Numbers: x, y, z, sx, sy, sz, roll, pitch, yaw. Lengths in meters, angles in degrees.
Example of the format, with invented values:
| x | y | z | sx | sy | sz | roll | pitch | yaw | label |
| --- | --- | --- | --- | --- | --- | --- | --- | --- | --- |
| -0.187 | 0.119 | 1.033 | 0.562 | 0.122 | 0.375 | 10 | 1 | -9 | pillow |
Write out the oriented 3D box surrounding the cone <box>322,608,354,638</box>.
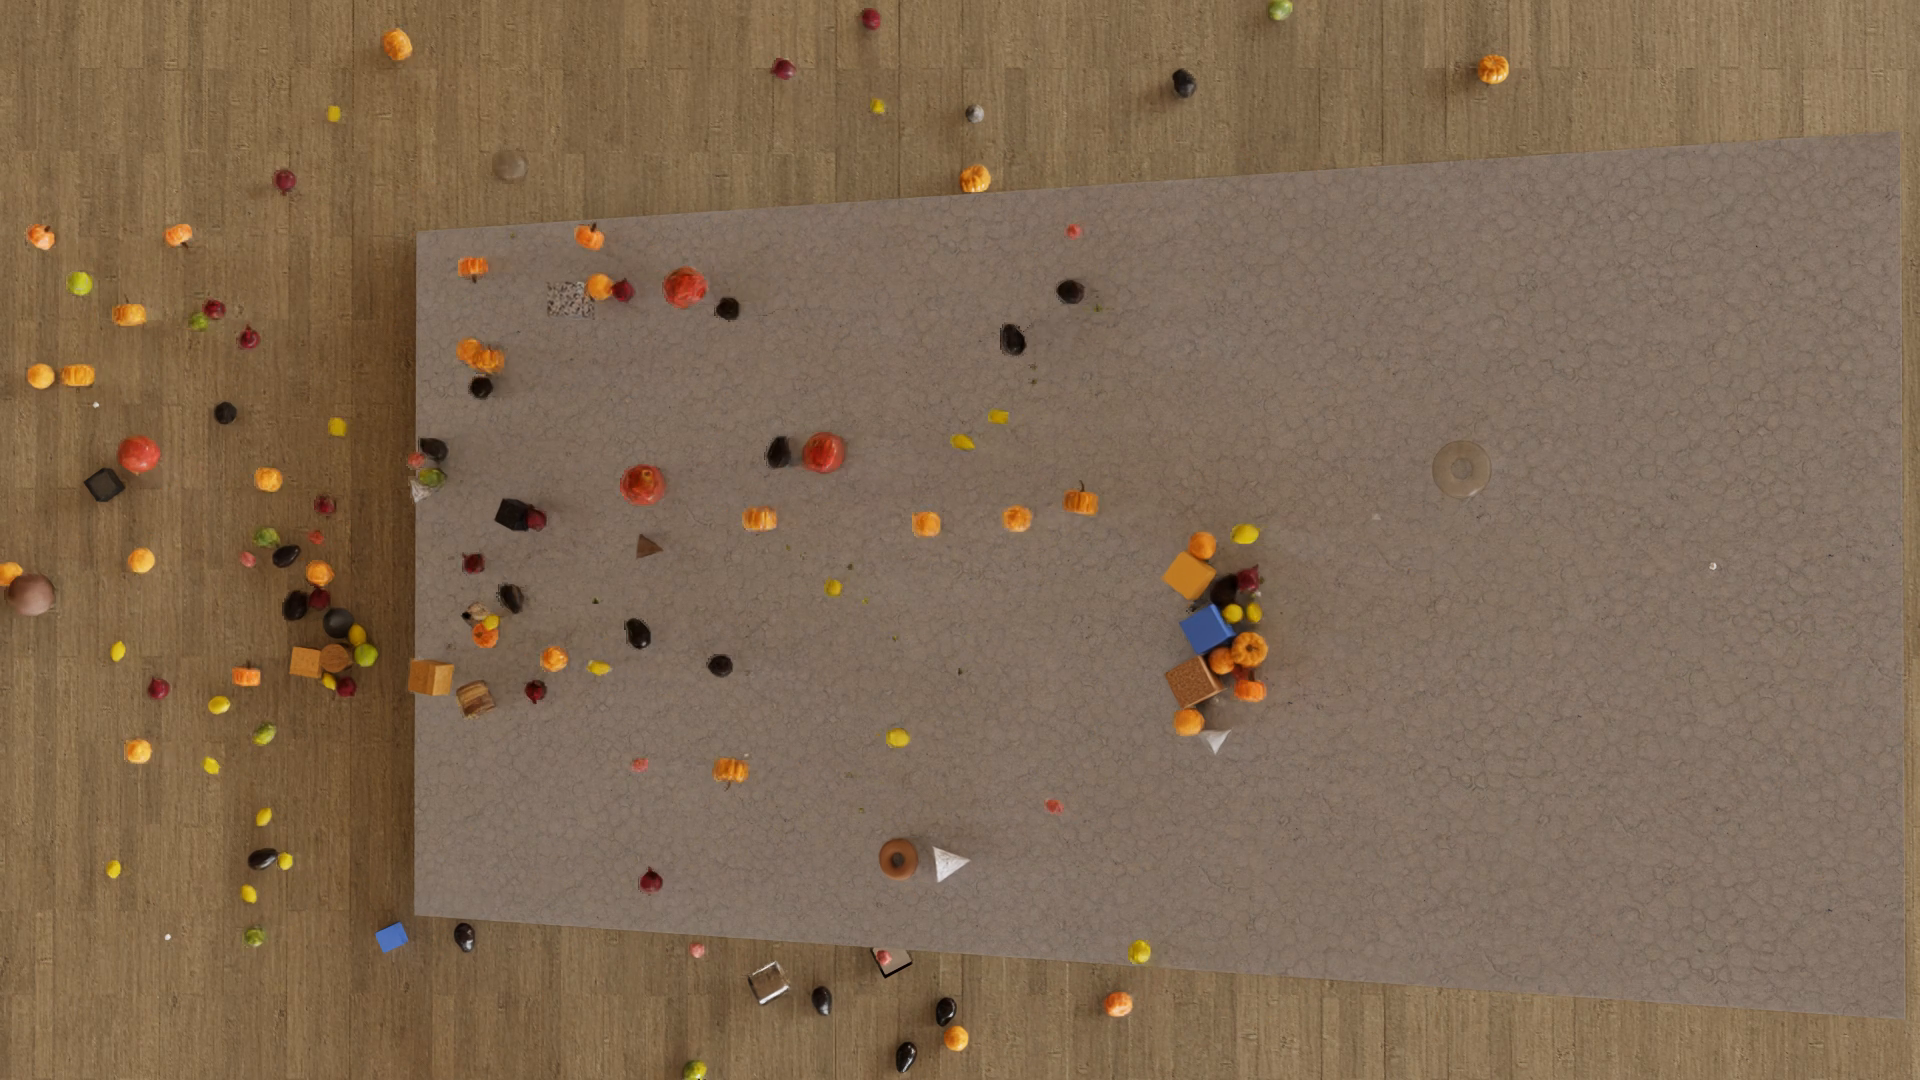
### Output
| x | y | z | sx | sy | sz | roll | pitch | yaw | label |
| --- | --- | --- | --- | --- | --- | --- | --- | --- | --- |
| -1.844 | 0.246 | 6.476 | 0.093 | 0.093 | 0.093 | 0 | 89 | 0 | cone |

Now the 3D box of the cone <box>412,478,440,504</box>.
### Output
| x | y | z | sx | sy | sz | roll | pitch | yaw | label |
| --- | --- | --- | --- | --- | --- | --- | --- | --- | --- |
| -1.549 | -0.149 | 6.398 | 0.078 | 0.078 | 0.078 | -10 | 89 | -5 | cone |

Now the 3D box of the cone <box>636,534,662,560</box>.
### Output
| x | y | z | sx | sy | sz | roll | pitch | yaw | label |
| --- | --- | --- | --- | --- | --- | --- | --- | --- | --- |
| -0.860 | 0.023 | 6.122 | 0.072 | 0.072 | 0.072 | 5 | 89 | -11 | cone |

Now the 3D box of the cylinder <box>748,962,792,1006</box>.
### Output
| x | y | z | sx | sy | sz | roll | pitch | yaw | label |
| --- | --- | --- | --- | --- | --- | --- | --- | --- | --- |
| -0.559 | 1.303 | 6.460 | 0.096 | 0.096 | 0.096 | -29 | 89 | 0 | cylinder |

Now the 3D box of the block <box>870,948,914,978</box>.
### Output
| x | y | z | sx | sy | sz | roll | pitch | yaw | label |
| --- | --- | --- | --- | --- | --- | --- | --- | --- | --- |
| -0.200 | 1.219 | 6.464 | 0.092 | 0.092 | 0.092 | -28 | 89 | 0 | block |

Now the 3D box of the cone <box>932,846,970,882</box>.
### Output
| x | y | z | sx | sy | sz | roll | pitch | yaw | label |
| --- | --- | --- | --- | --- | --- | --- | --- | --- | --- |
| -0.017 | 0.846 | 5.769 | 0.096 | 0.096 | 0.096 | -7 | 89 | -5 | cone |

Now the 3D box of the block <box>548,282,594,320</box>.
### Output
| x | y | z | sx | sy | sz | roll | pitch | yaw | label |
| --- | --- | --- | --- | --- | --- | --- | --- | --- | --- |
| -1.095 | -0.673 | 6.190 | 0.096 | 0.096 | 0.096 | 0 | 89 | 22 | block |

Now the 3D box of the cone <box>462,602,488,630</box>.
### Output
| x | y | z | sx | sy | sz | roll | pitch | yaw | label |
| --- | --- | --- | --- | --- | --- | --- | --- | --- | --- |
| -1.411 | 0.217 | 6.314 | 0.080 | 0.080 | 0.080 | 0 | 89 | 22 | cone |

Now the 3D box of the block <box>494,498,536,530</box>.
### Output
| x | y | z | sx | sy | sz | roll | pitch | yaw | label |
| --- | --- | --- | --- | --- | --- | --- | --- | --- | --- |
| -1.269 | -0.072 | 6.267 | 0.069 | 0.069 | 0.069 | 26 | 99 | 20 | block |

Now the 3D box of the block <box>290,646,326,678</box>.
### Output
| x | y | z | sx | sy | sz | roll | pitch | yaw | label |
| --- | --- | --- | --- | --- | --- | --- | --- | --- | --- |
| -1.918 | 0.358 | 6.481 | 0.080 | 0.080 | 0.080 | 9 | 89 | 0 | block |

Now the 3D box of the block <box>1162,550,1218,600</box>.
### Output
| x | y | z | sx | sy | sz | roll | pitch | yaw | label |
| --- | --- | --- | --- | --- | --- | --- | --- | --- | --- |
| 0.576 | 0.088 | 5.518 | 0.087 | 0.087 | 0.087 | 39 | 103 | 18 | block |

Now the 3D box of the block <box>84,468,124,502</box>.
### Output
| x | y | z | sx | sy | sz | roll | pitch | yaw | label |
| --- | --- | --- | --- | --- | --- | --- | --- | --- | --- |
| -2.525 | -0.162 | 6.492 | 0.071 | 0.071 | 0.071 | -36 | 89 | 0 | block |

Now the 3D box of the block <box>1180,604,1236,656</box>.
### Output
| x | y | z | sx | sy | sz | roll | pitch | yaw | label |
| --- | --- | --- | --- | --- | --- | --- | --- | --- | --- |
| 0.620 | 0.224 | 5.496 | 0.091 | 0.091 | 0.091 | -32 | 78 | 18 | block |

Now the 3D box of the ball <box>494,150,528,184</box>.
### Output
| x | y | z | sx | sy | sz | roll | pitch | yaw | label |
| --- | --- | --- | --- | --- | --- | --- | --- | --- | --- |
| -1.324 | -1.103 | 6.490 | 0.099 | 0.099 | 0.099 | 0 | 89 | 0 | ball |

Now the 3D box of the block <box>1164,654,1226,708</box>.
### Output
| x | y | z | sx | sy | sz | roll | pitch | yaw | label |
| --- | --- | --- | --- | --- | --- | --- | --- | --- | --- |
| 0.587 | 0.354 | 5.504 | 0.099 | 0.099 | 0.099 | -30 | 79 | 19 | block |

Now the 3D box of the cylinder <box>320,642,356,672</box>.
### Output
| x | y | z | sx | sy | sz | roll | pitch | yaw | label |
| --- | --- | --- | --- | --- | --- | --- | --- | --- | --- |
| -1.833 | 0.346 | 6.479 | 0.084 | 0.084 | 0.084 | 0 | 89 | 0 | cylinder |

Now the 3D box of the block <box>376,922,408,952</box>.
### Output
| x | y | z | sx | sy | sz | roll | pitch | yaw | label |
| --- | --- | --- | --- | --- | --- | --- | --- | --- | --- |
| -1.674 | 1.170 | 6.479 | 0.064 | 0.064 | 0.064 | -24 | 89 | 0 | block |

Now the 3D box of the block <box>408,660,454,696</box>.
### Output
| x | y | z | sx | sy | sz | roll | pitch | yaw | label |
| --- | --- | --- | --- | --- | --- | --- | --- | --- | --- |
| -1.529 | 0.397 | 6.355 | 0.087 | 0.087 | 0.087 | 9 | 93 | 22 | block |

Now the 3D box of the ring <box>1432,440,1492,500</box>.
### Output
| x | y | z | sx | sy | sz | roll | pitch | yaw | label |
| --- | --- | --- | --- | --- | --- | --- | --- | --- | --- |
| 1.207 | -0.170 | 5.291 | 0.143 | 0.048 | 0.143 | 0 | 90 | 21 | ring |

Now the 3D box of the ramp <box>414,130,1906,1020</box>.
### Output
| x | y | z | sx | sy | sz | roll | pitch | yaw | label |
| --- | --- | --- | --- | --- | --- | --- | --- | --- | --- |
| 0.283 | 0.087 | 5.736 | 4.000 | 0.100 | 2.000 | 0 | 89 | 22 | ramp |

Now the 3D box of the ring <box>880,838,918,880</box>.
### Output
| x | y | z | sx | sy | sz | roll | pitch | yaw | label |
| --- | --- | --- | --- | --- | --- | --- | --- | --- | --- |
| -0.163 | 0.846 | 5.831 | 0.111 | 0.037 | 0.111 | 0 | 90 | 21 | ring |

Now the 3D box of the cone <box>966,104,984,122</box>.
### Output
| x | y | z | sx | sy | sz | roll | pitch | yaw | label |
| --- | --- | --- | --- | --- | --- | --- | --- | --- | --- |
| 0.044 | -1.269 | 6.514 | 0.055 | 0.055 | 0.055 | 0 | 89 | 0 | cone |
